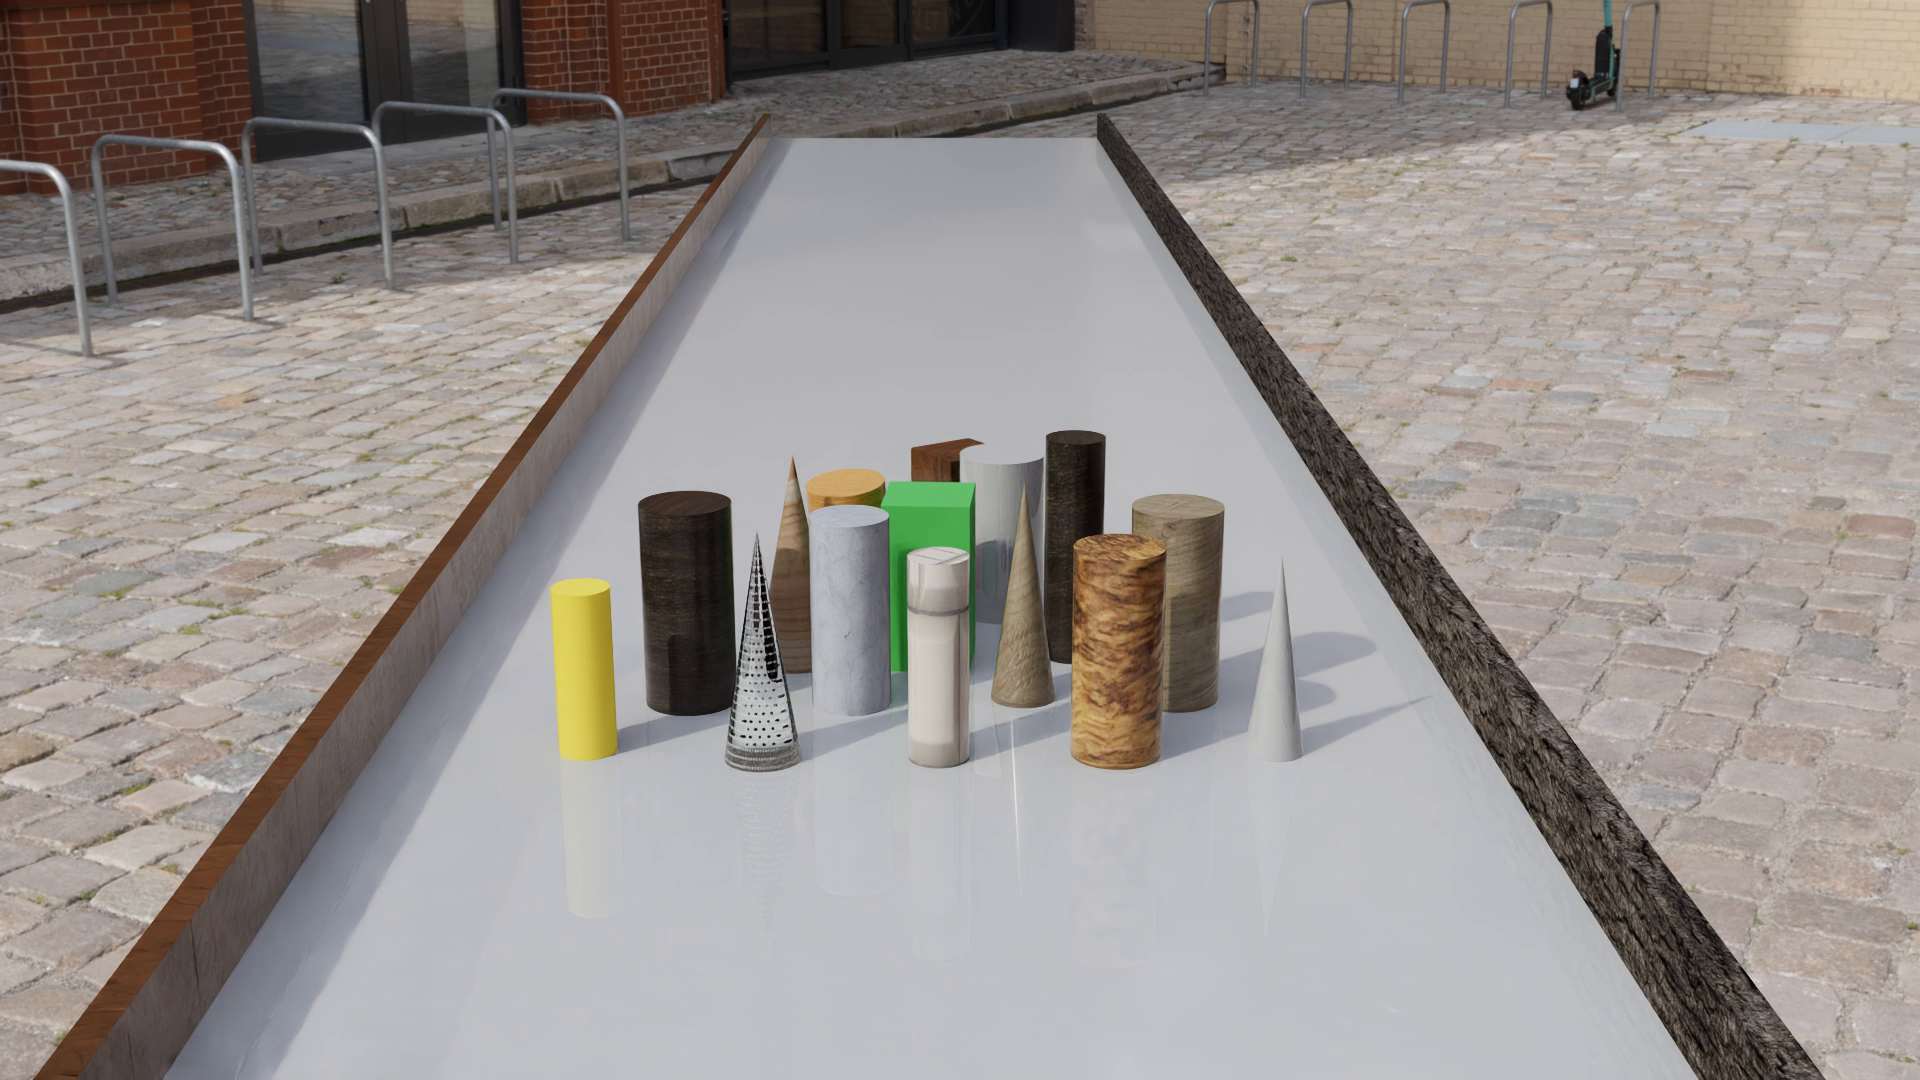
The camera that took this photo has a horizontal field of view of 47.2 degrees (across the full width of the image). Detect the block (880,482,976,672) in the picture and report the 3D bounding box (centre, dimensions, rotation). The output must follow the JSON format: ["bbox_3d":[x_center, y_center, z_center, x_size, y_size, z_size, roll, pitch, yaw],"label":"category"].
[{"bbox_3d":[-0.061,0.073,4.378,0.172,0.342,0.172,1,17,4],"label":"block"}]

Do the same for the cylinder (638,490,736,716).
[{"bbox_3d":[-0.512,0.118,4.144,0.173,0.391,0.173,0,17,0],"label":"cylinder"}]

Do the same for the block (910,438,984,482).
[{"bbox_3d":[0.000,-0.051,4.857,0.155,0.307,0.155,-11,20,-33],"label":"block"}]

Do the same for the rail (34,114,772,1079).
[{"bbox_3d":[-1.118,-0.838,7.780,0.050,0.150,12.000,0,17,-1],"label":"rail"}]

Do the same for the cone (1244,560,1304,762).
[{"bbox_3d":[0.563,0.202,3.898,0.106,0.370,0.106,0,17,0],"label":"cone"}]

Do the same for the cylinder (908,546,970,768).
[{"bbox_3d":[-0.038,0.207,3.871,0.109,0.375,0.109,0,17,0],"label":"cylinder"}]

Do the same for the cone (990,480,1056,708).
[{"bbox_3d":[0.121,0.094,4.154,0.124,0.432,0.124,0,17,0],"label":"cone"}]

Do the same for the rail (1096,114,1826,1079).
[{"bbox_3d":[0.932,-0.844,7.801,0.050,0.150,12.000,0,17,-1],"label":"rail"}]

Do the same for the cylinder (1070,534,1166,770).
[{"bbox_3d":[0.279,0.197,3.889,0.162,0.386,0.162,0,17,0],"label":"cylinder"}]

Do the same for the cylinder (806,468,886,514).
[{"bbox_3d":[-0.219,0.035,4.505,0.161,0.327,0.161,-4,22,2],"label":"cylinder"}]

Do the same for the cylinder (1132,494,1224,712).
[{"bbox_3d":[0.408,0.119,4.162,0.173,0.380,0.173,0,17,0],"label":"cylinder"}]

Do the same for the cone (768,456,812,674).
[{"bbox_3d":[-0.327,0.037,4.357,0.164,0.425,0.164,0,17,0],"label":"cone"}]

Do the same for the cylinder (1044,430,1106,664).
[{"bbox_3d":[0.227,0.015,4.384,0.119,0.452,0.119,0,17,0],"label":"cylinder"}]

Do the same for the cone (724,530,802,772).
[{"bbox_3d":[-0.351,0.185,3.862,0.139,0.423,0.139,0,17,0],"label":"cone"}]

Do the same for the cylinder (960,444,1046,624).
[{"bbox_3d":[0.089,-0.015,4.666,0.180,0.348,0.180,0,17,0],"label":"cylinder"}]

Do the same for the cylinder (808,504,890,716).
[{"bbox_3d":[-0.206,0.132,4.135,0.150,0.370,0.150,0,17,0],"label":"cylinder"}]

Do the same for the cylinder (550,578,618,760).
[{"bbox_3d":[-0.669,0.230,3.913,0.104,0.308,0.104,0,17,0],"label":"cylinder"}]
